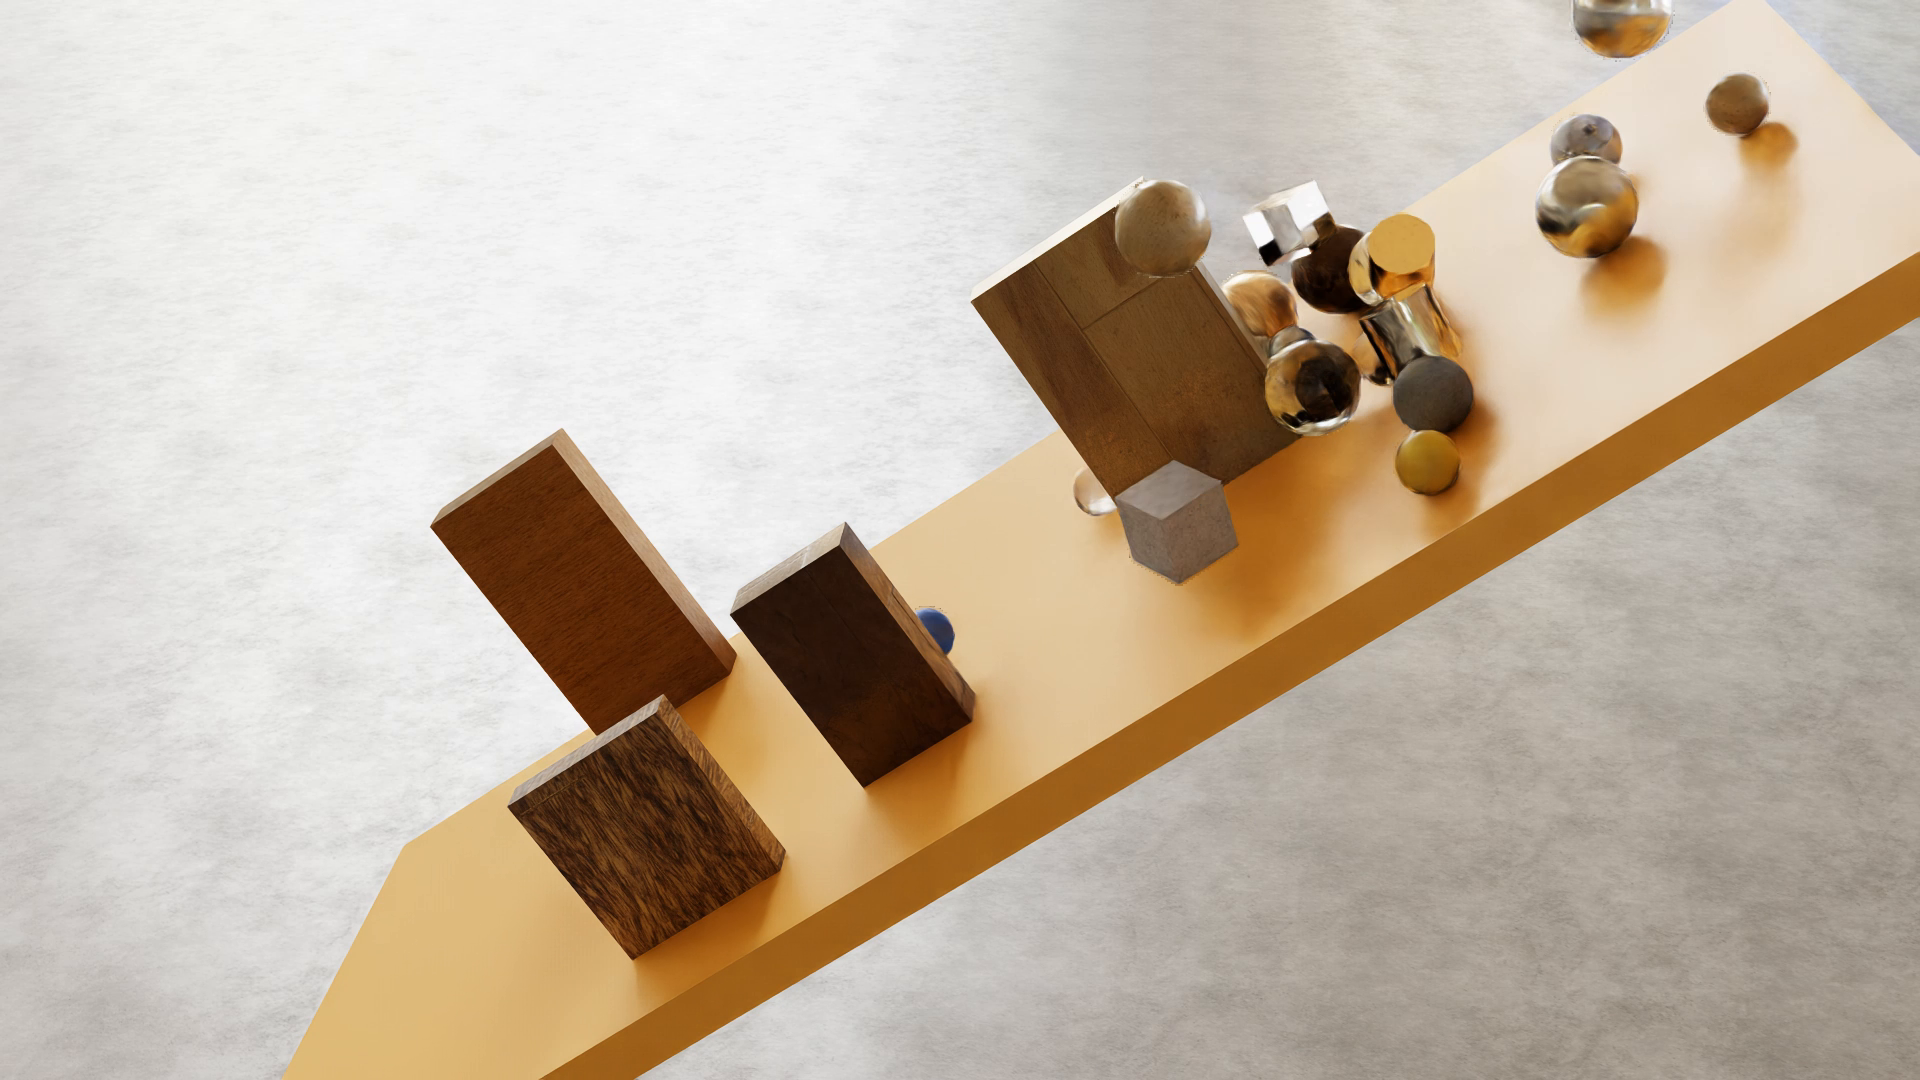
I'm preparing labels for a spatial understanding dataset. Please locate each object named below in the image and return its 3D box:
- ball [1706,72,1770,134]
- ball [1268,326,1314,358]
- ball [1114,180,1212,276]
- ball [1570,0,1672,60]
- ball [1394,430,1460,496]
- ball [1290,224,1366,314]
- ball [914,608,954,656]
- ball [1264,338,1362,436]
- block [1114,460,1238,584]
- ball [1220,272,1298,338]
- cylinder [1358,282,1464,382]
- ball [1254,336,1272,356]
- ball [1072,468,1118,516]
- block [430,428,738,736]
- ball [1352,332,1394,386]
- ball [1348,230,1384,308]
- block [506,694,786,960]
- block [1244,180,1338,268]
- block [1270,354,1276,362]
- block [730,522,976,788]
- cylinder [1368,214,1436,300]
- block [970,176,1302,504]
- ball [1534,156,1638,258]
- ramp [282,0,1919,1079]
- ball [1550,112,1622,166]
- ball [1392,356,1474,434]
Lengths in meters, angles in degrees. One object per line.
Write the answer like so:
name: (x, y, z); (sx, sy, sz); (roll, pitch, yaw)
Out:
ball: (1.554, -0.873, 5.880); (0.124, 0.124, 0.124); (0, 21, 0)
ball: (0.716, -0.405, 6.316); (0.108, 0.108, 0.108); (0, 21, 0)
ball: (0.386, -0.594, 5.605); (0.185, 0.185, 0.185); (0, 21, 0)
ball: (1.345, -1.081, 5.984); (0.204, 0.204, 0.204); (0, 21, 0)
ball: (0.840, -0.139, 5.280); (0.117, 0.117, 0.117); (0, 21, 0)
ball: (0.832, -0.599, 6.501); (0.200, 0.200, 0.200); (0, 21, 0)
ball: (-0.069, 0.198, 6.031); (0.115, 0.115, 0.115); (0, 21, 0)
ball: (0.707, -0.305, 5.893); (0.195, 0.195, 0.195); (0, 21, 0)
block: (0.410, -0.035, 5.563); (0.147, 0.147, 0.147); (-32, 33, -21)
ball: (0.661, -0.505, 6.603); (0.195, 0.195, 0.195); (0, 21, 0)
cylinder: (0.868, -0.395, 5.661); (0.149, 0.149, 0.149); (-30, 6, 4)
ball: (0.656, -0.389, 6.430); (0.112, 0.112, 0.112); (0, 21, 0)
ball: (0.301, -0.108, 6.372); (0.113, 0.113, 0.113); (0, 21, 0)
block: (-0.915, 0.125, 7.189); (0.379, 0.715, 0.125); (-32, 16, 15)
ball: (0.853, -0.372, 5.913); (0.127, 0.127, 0.127); (0, 21, 0)
ball: (0.920, -0.581, 6.292); (0.181, 0.181, 0.181); (0, 21, 0)
block: (-0.617, 0.570, 5.807); (0.371, 0.408, 0.085); (-32, 16, 15)
block: (0.665, -0.635, 5.914); (0.114, 0.114, 0.114); (-14, 18, 45)
block: (0.698, -0.331, 6.179); (0.107, 0.107, 0.107); (-25, 19, 35)
block: (-0.210, 0.229, 5.846); (0.266, 0.451, 0.129); (-32, 16, 15)
cylinder: (0.916, -0.581, 6.091); (0.138, 0.138, 0.138); (4, -22, 11)
block: (0.372, -0.370, 6.034); (0.420, 0.617, 0.101); (-32, 16, 15)
ball: (1.232, -0.655, 5.789); (0.202, 0.202, 0.202); (0, 21, 0)
ramp: (0.136, 0.174, 6.305); (4.000, 0.100, 2.000); (-32, 16, 15)
ball: (1.318, -0.823, 6.195); (0.152, 0.152, 0.152); (0, 21, 0)
ball: (0.886, -0.271, 5.510); (0.150, 0.150, 0.150); (0, 21, 0)
